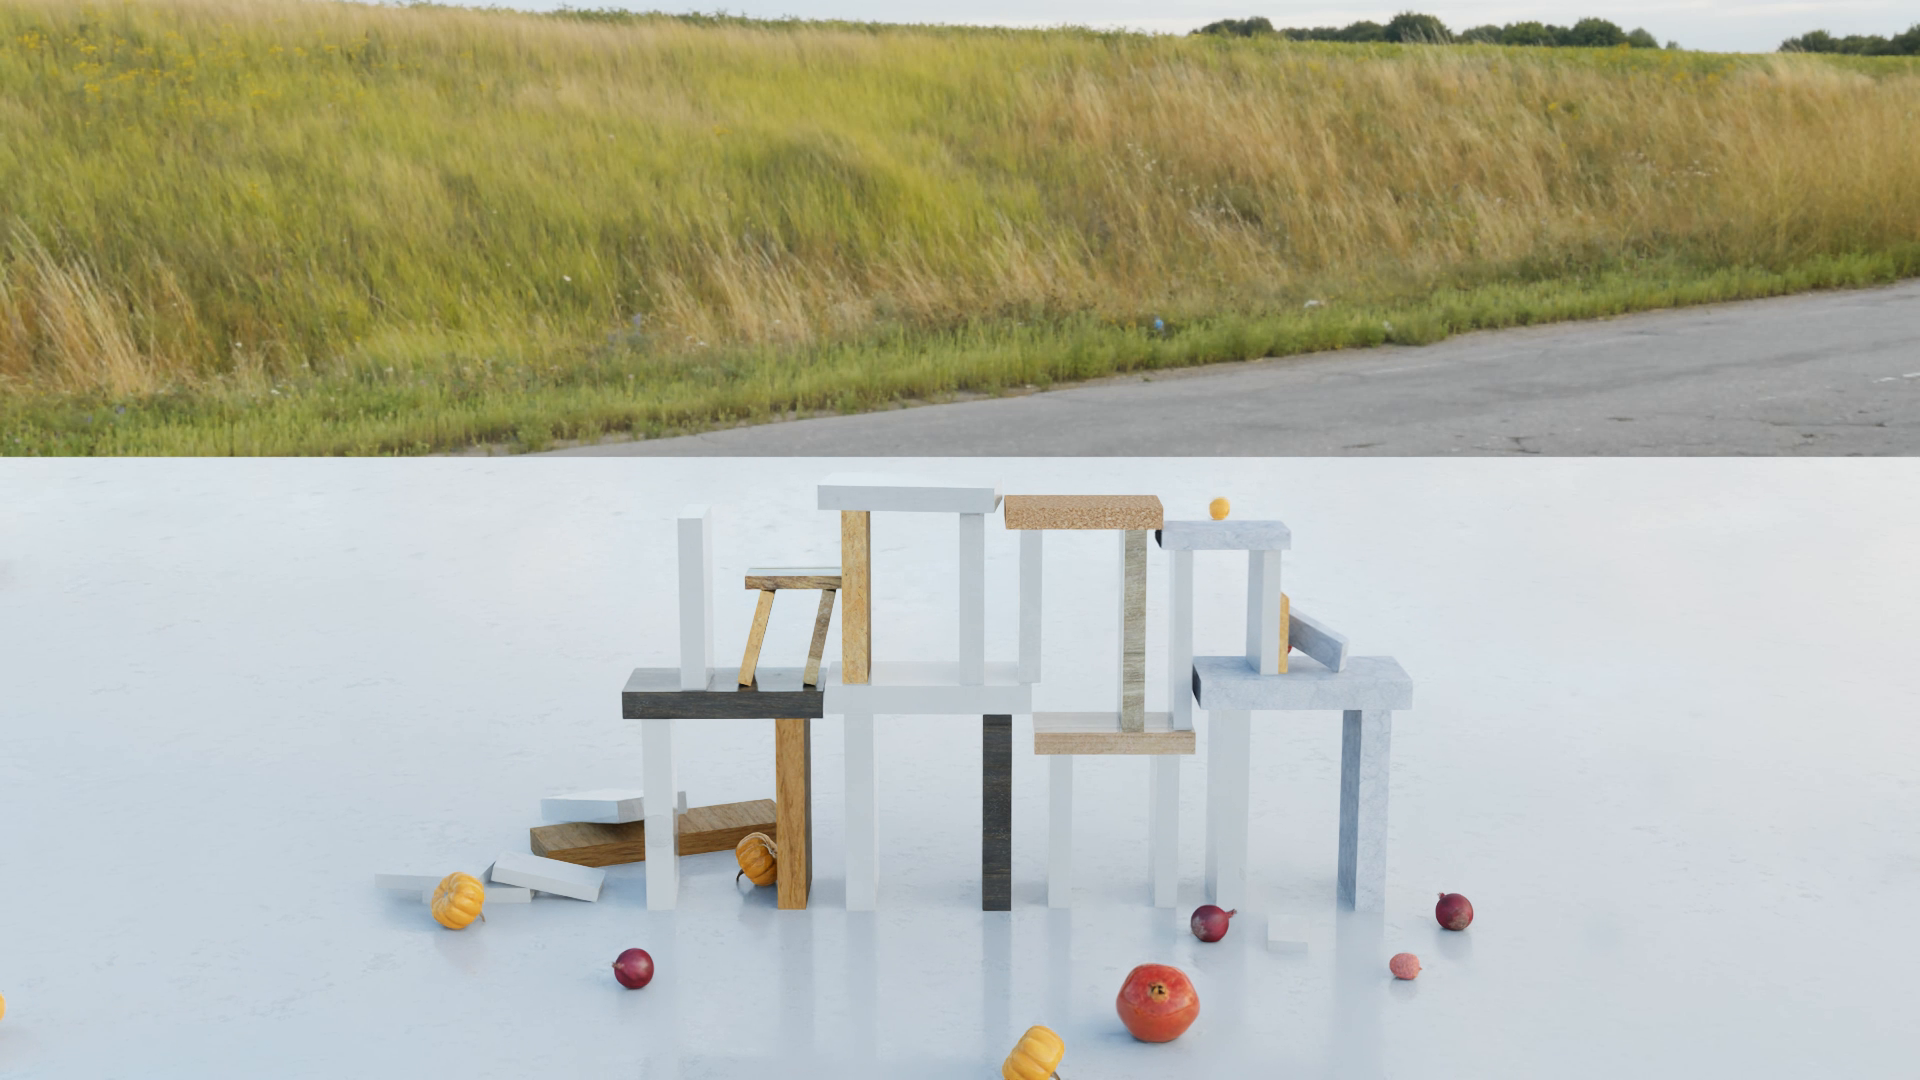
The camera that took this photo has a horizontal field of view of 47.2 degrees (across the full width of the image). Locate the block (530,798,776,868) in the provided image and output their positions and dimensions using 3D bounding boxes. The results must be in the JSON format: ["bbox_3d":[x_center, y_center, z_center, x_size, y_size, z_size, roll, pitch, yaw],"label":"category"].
[{"bbox_3d":[-0.528,0.524,3.914,0.446,0.040,0.140,-4,11,-23],"label":"block"}]

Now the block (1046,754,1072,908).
[{"bbox_3d":[0.164,0.463,3.641,0.037,0.260,0.130,0,11,0],"label":"block"}]

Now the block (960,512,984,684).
[{"bbox_3d":[0.019,0.079,3.576,0.040,0.282,0.141,0,11,0],"label":"block"}]

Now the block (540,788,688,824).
[{"bbox_3d":[-0.627,0.479,3.968,0.140,0.040,0.280,-4,-2,-39],"label":"block"}]

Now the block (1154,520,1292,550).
[{"bbox_3d":[0.423,-0.008,3.552,0.207,0.029,0.104,0,11,-1],"label":"block"}]

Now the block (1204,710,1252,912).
[{"bbox_3d":[0.442,0.424,3.636,0.048,0.339,0.170,0,11,0],"label":"block"}]

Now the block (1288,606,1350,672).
[{"bbox_3d":[0.576,0.161,3.583,0.124,0.062,0.018,31,47,34],"label":"block"}]

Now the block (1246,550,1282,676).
[{"bbox_3d":[0.494,0.107,3.580,0.029,0.207,0.104,-1,11,-6],"label":"block"}]

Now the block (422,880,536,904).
[{"bbox_3d":[-0.798,0.578,3.665,0.176,0.025,0.088,0,11,-1],"label":"block"}]

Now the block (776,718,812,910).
[{"bbox_3d":[-0.275,0.431,3.643,0.046,0.322,0.161,0,11,0],"label":"block"}]

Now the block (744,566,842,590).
[{"bbox_3d":[-0.267,0.061,3.573,0.158,0.022,0.079,0,11,0],"label":"block"}]

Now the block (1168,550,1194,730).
[{"bbox_3d":[0.359,0.152,3.586,0.029,0.297,0.104,-1,11,0],"label":"block"}]

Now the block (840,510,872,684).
[{"bbox_3d":[-0.168,0.079,3.577,0.040,0.282,0.141,0,11,0],"label":"block"}]

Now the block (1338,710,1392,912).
[{"bbox_3d":[0.668,0.424,3.636,0.048,0.339,0.170,0,11,0],"label":"block"}]

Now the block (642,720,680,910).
[{"bbox_3d":[-0.495,0.431,3.642,0.046,0.322,0.161,-1,11,-5],"label":"block"}]

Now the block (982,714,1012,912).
[{"bbox_3d":[0.060,0.427,3.638,0.047,0.331,0.166,0,11,0],"label":"block"}]

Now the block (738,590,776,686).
[{"bbox_3d":[-0.330,0.151,3.584,0.022,0.158,0.079,15,10,-3],"label":"block"}]

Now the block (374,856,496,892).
[{"bbox_3d":[-0.870,0.555,3.651,0.176,0.025,0.088,1,11,8],"label":"block"}]

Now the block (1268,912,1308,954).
[{"bbox_3d":[0.517,0.619,3.466,0.062,0.018,0.124,2,11,8],"label":"block"}]

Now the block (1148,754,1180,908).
[{"bbox_3d":[0.337,0.463,3.641,0.037,0.260,0.130,0,11,0],"label":"block"}]

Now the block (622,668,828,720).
[{"bbox_3d":[-0.382,0.250,3.607,0.322,0.046,0.161,0,11,-1],"label":"block"}]

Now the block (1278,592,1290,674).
[{"bbox_3d":[0.518,0.149,3.580,0.018,0.124,0.062,-1,11,-6],"label":"block"}]

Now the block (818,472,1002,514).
[{"bbox_3d":[-0.078,-0.077,3.539,0.282,0.040,0.141,1,11,6],"label":"block"}]

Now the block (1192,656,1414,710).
[{"bbox_3d":[0.555,0.233,3.600,0.339,0.048,0.170,0,11,0],"label":"block"}]

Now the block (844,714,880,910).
[{"bbox_3d":[-0.162,0.427,3.640,0.047,0.331,0.166,0,11,0],"label":"block"}]

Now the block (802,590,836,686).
[{"bbox_3d":[-0.228,0.150,3.587,0.022,0.158,0.079,12,10,-3],"label":"block"}]

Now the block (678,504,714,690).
[{"bbox_3d":[-0.429,0.090,3.578,0.040,0.280,0.140,0,11,-1],"label":"block"}]

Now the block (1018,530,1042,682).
[{"bbox_3d":[0.113,0.095,3.577,0.035,0.250,0.125,0,11,0],"label":"block"}]

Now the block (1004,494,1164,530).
[{"bbox_3d":[0.198,-0.045,3.551,0.250,0.035,0.125,0,11,0],"label":"block"}]

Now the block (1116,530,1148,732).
[{"bbox_3d":[0.280,0.135,3.585,0.035,0.331,0.125,0,11,0],"label":"block"}]

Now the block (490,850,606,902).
[{"bbox_3d":[-0.684,0.559,3.663,0.176,0.025,0.088,12,10,-4],"label":"block"}]

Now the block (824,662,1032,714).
[{"bbox_3d":[-0.051,0.241,3.604,0.331,0.047,0.166,0,11,0],"label":"block"}]

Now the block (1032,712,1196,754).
[{"bbox_3d":[0.250,0.317,3.614,0.260,0.037,0.130,0,11,0],"label":"block"}]
